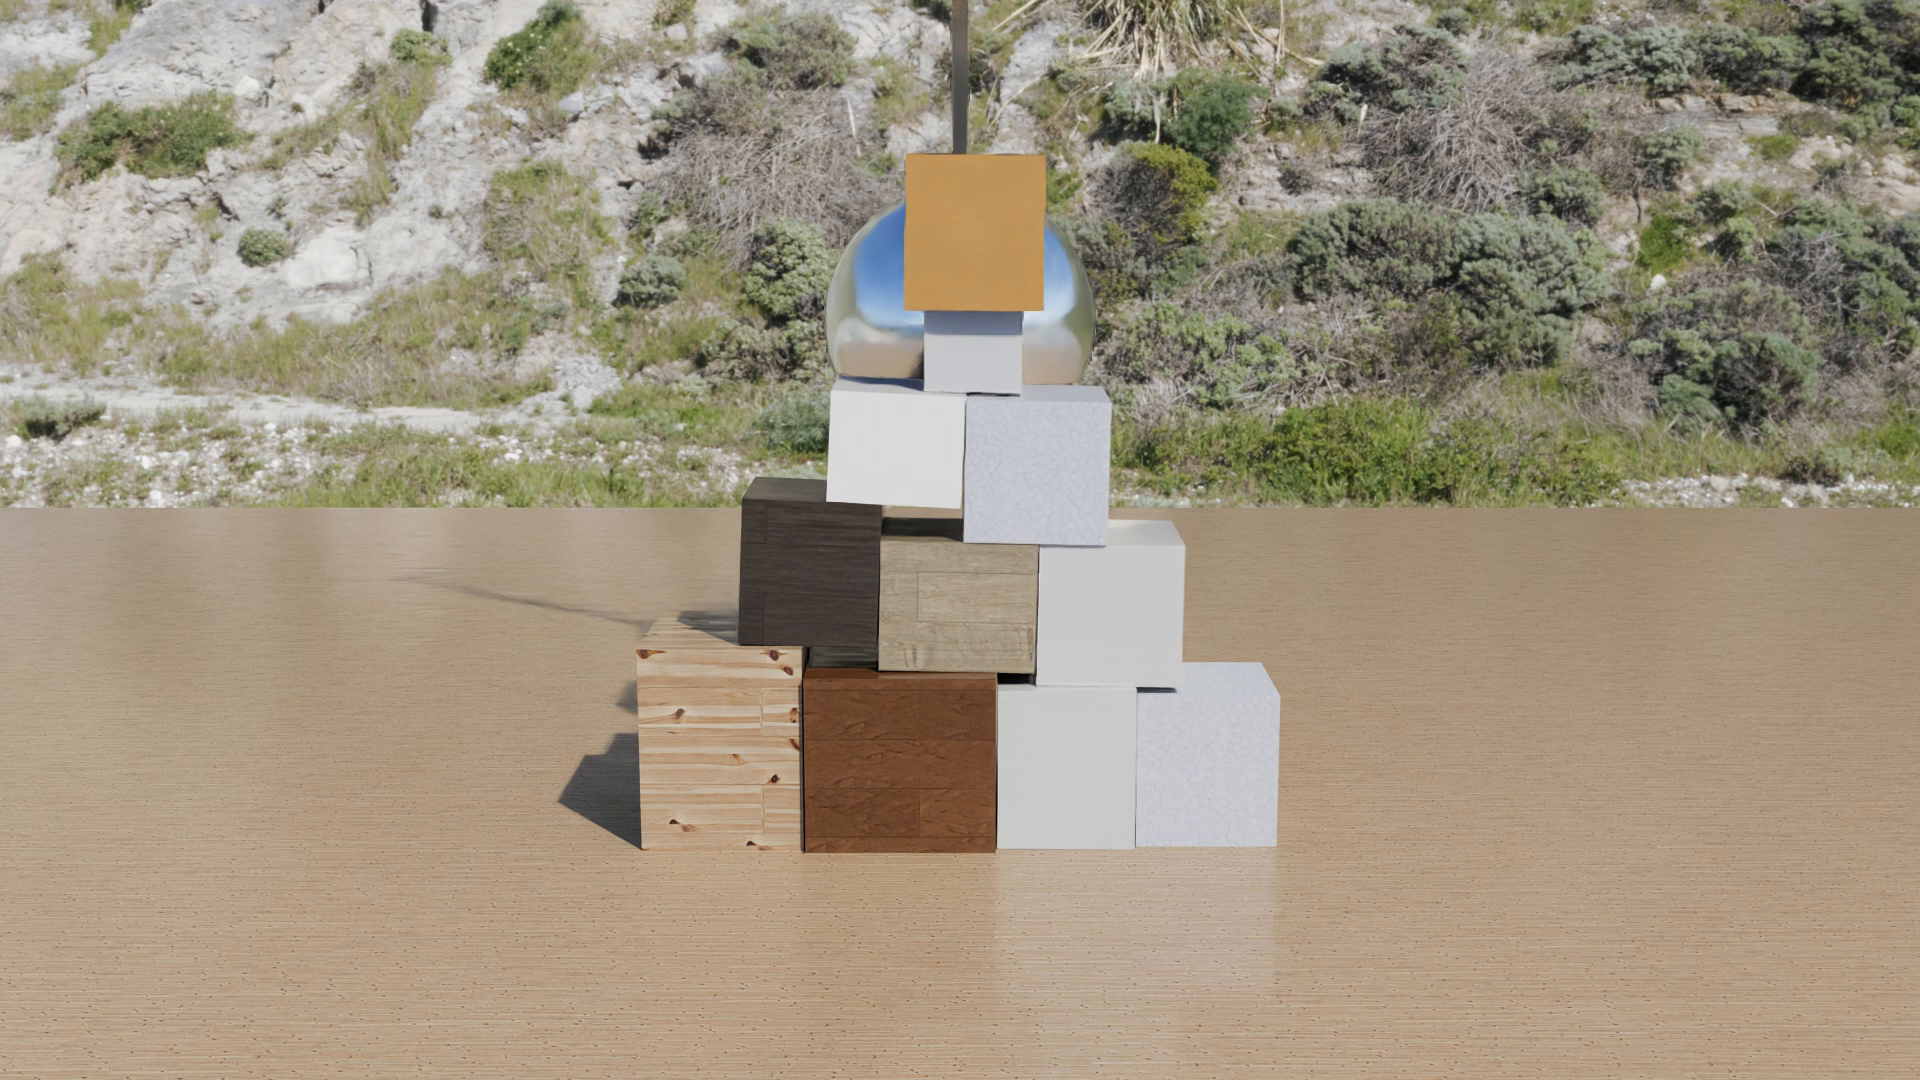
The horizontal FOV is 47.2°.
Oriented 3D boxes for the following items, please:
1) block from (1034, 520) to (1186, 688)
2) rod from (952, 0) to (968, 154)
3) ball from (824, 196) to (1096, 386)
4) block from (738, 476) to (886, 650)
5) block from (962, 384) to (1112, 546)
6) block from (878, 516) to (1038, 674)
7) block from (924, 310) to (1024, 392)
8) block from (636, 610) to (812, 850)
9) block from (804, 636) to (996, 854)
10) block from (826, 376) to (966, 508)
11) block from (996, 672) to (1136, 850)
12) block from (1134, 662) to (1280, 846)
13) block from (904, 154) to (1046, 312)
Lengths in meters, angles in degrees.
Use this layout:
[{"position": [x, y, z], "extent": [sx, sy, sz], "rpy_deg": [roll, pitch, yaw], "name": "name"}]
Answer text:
[{"position": [0.745, 0.311, 11.256], "extent": [0.723, 0.718, 0.731], "rpy_deg": [1, 10, 0], "name": "block"}, {"position": [0.000, -4.232, 11.325], "extent": [0.080, 5.200, 0.080], "rpy_deg": [0, 31, 0], "name": "rod"}, {"position": [0.000, -1.303, 13.052], "extent": [1.600, 1.600, 1.600], "rpy_deg": [0, 10, 0], "name": "ball"}, {"position": [-0.742, 0.106, 11.197], "extent": [0.687, 0.729, 0.715], "rpy_deg": [3, 10, 0], "name": "block"}, {"position": [0.376, -0.394, 11.116], "extent": [0.707, 0.704, 0.745], "rpy_deg": [1, 10, 0], "name": "block"}, {"position": [-0.010, 0.272, 11.220], "extent": [0.773, 0.655, 0.696], "rpy_deg": [1, 10, 0], "name": "block"}, {"position": [0.066, -0.968, 11.025], "extent": [0.482, 0.408, 0.458], "rpy_deg": [1, 10, 0], "name": "block"}, {"position": [-1.187, 0.966, 11.374], "extent": [0.812, 1.030, 0.920], "rpy_deg": [0, 10, 0], "name": "block"}, {"position": [-0.297, 1.037, 11.362], "extent": [0.948, 0.894, 0.952], "rpy_deg": [0, 10, 0], "name": "block"}, {"position": [-0.312, -0.502, 11.082], "extent": [0.659, 0.549, 0.693], "rpy_deg": [3, 10, -1], "name": "block"}, {"position": [0.531, 1.075, 11.365], "extent": [0.689, 0.819, 0.837], "rpy_deg": [0, 10, 0], "name": "block"}, {"position": [1.240, 1.095, 11.363], "extent": [0.708, 0.779, 0.720], "rpy_deg": [0, 10, 0], "name": "block"}, {"position": [0.072, -1.535, 10.914], "extent": [0.673, 0.747, 0.641], "rpy_deg": [1, 10, 0], "name": "block"}]
